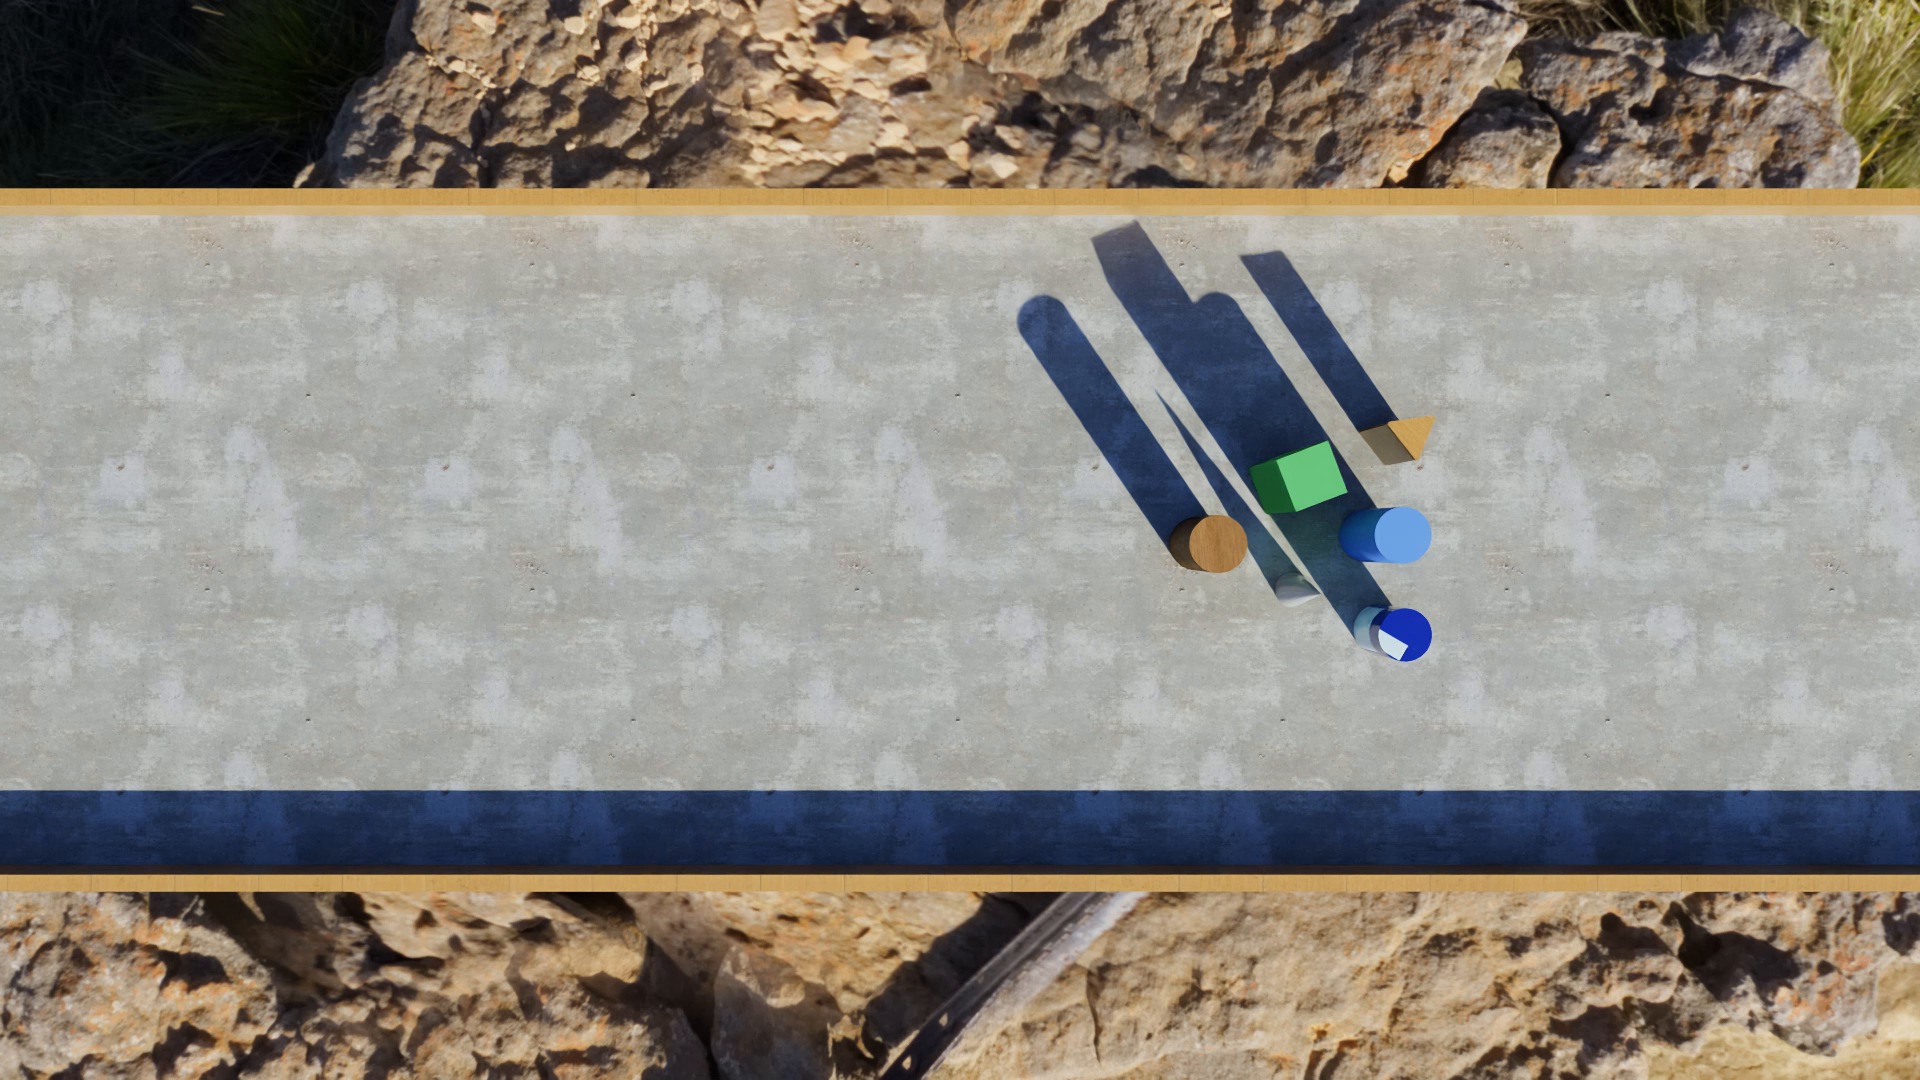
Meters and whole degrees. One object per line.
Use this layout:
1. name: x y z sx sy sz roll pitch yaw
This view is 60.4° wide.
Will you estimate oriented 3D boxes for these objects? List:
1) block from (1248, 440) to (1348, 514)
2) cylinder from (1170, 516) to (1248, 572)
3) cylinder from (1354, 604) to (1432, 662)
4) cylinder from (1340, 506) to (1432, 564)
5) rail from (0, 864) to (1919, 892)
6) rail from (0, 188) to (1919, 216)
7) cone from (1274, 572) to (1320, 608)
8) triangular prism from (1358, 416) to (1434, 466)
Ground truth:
1. block: 0.985 -0.179 4.847 0.154 0.460 0.154 -21 90 0
2. cylinder: 0.726 0.011 4.854 0.164 0.444 0.164 0 90 0
3. cylinder: 1.287 0.275 4.922 0.155 0.309 0.155 0 90 0
4. cylinder: 1.247 -0.013 4.859 0.161 0.435 0.161 0 90 0
5. rail: -2.247 1.025 5.001 12.000 0.150 0.050 0 90 0
6. rail: -2.247 -1.025 5.002 12.000 0.150 0.050 0 90 0
7. cone: 1.023 0.153 4.869 0.108 0.415 0.108 0 90 0
8. triangular prism: 1.315 -0.318 4.903 0.117 0.348 0.136 -38 90 0
